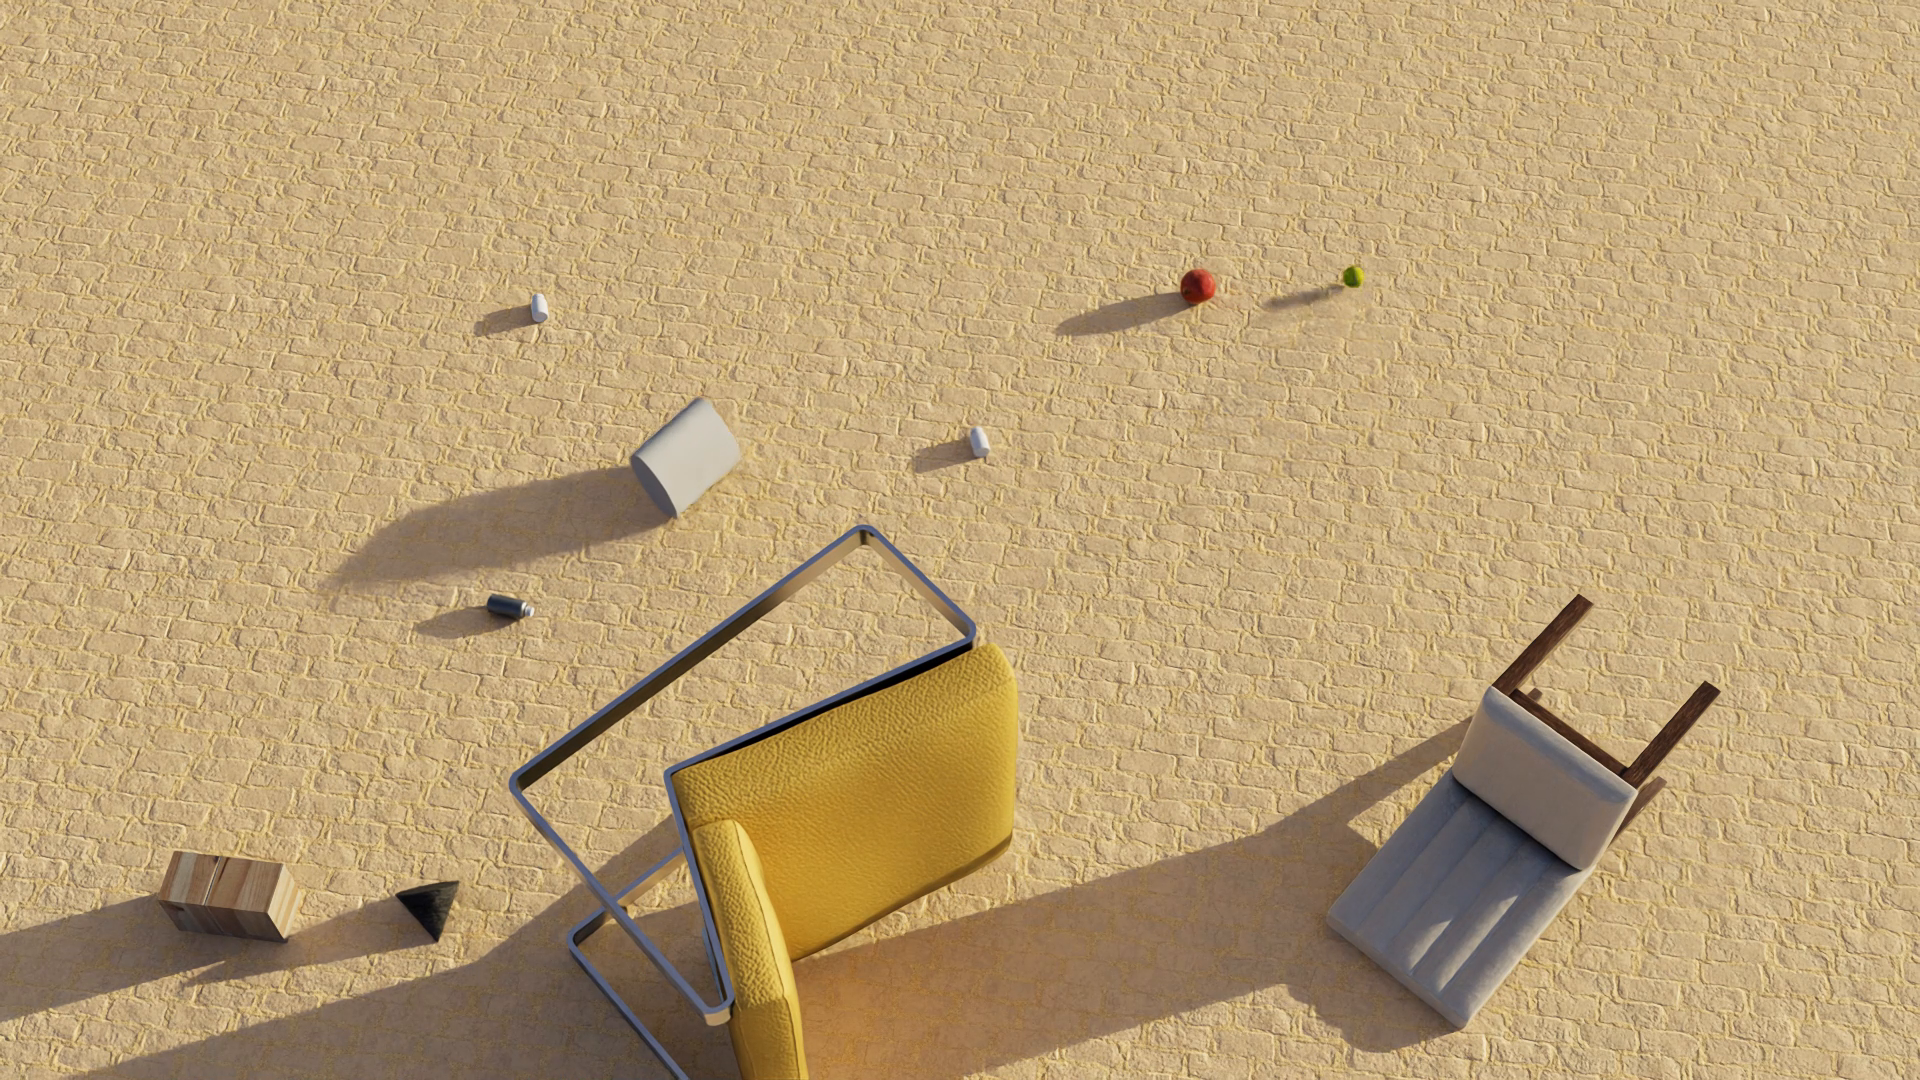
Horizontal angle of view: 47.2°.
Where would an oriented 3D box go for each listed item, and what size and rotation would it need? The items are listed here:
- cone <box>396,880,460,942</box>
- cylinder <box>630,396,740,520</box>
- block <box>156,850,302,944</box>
[{"bbox_3d":[-1.403,1.000,5.855,0.170,0.190,0.149,-10,89,-25],"label":"cone"},{"bbox_3d":[-0.822,-0.246,6.605,0.131,0.250,0.279,13,50,48],"label":"cylinder"},{"bbox_3d":[-1.930,0.946,5.822,0.298,0.195,0.141,6,56,4],"label":"block"}]
